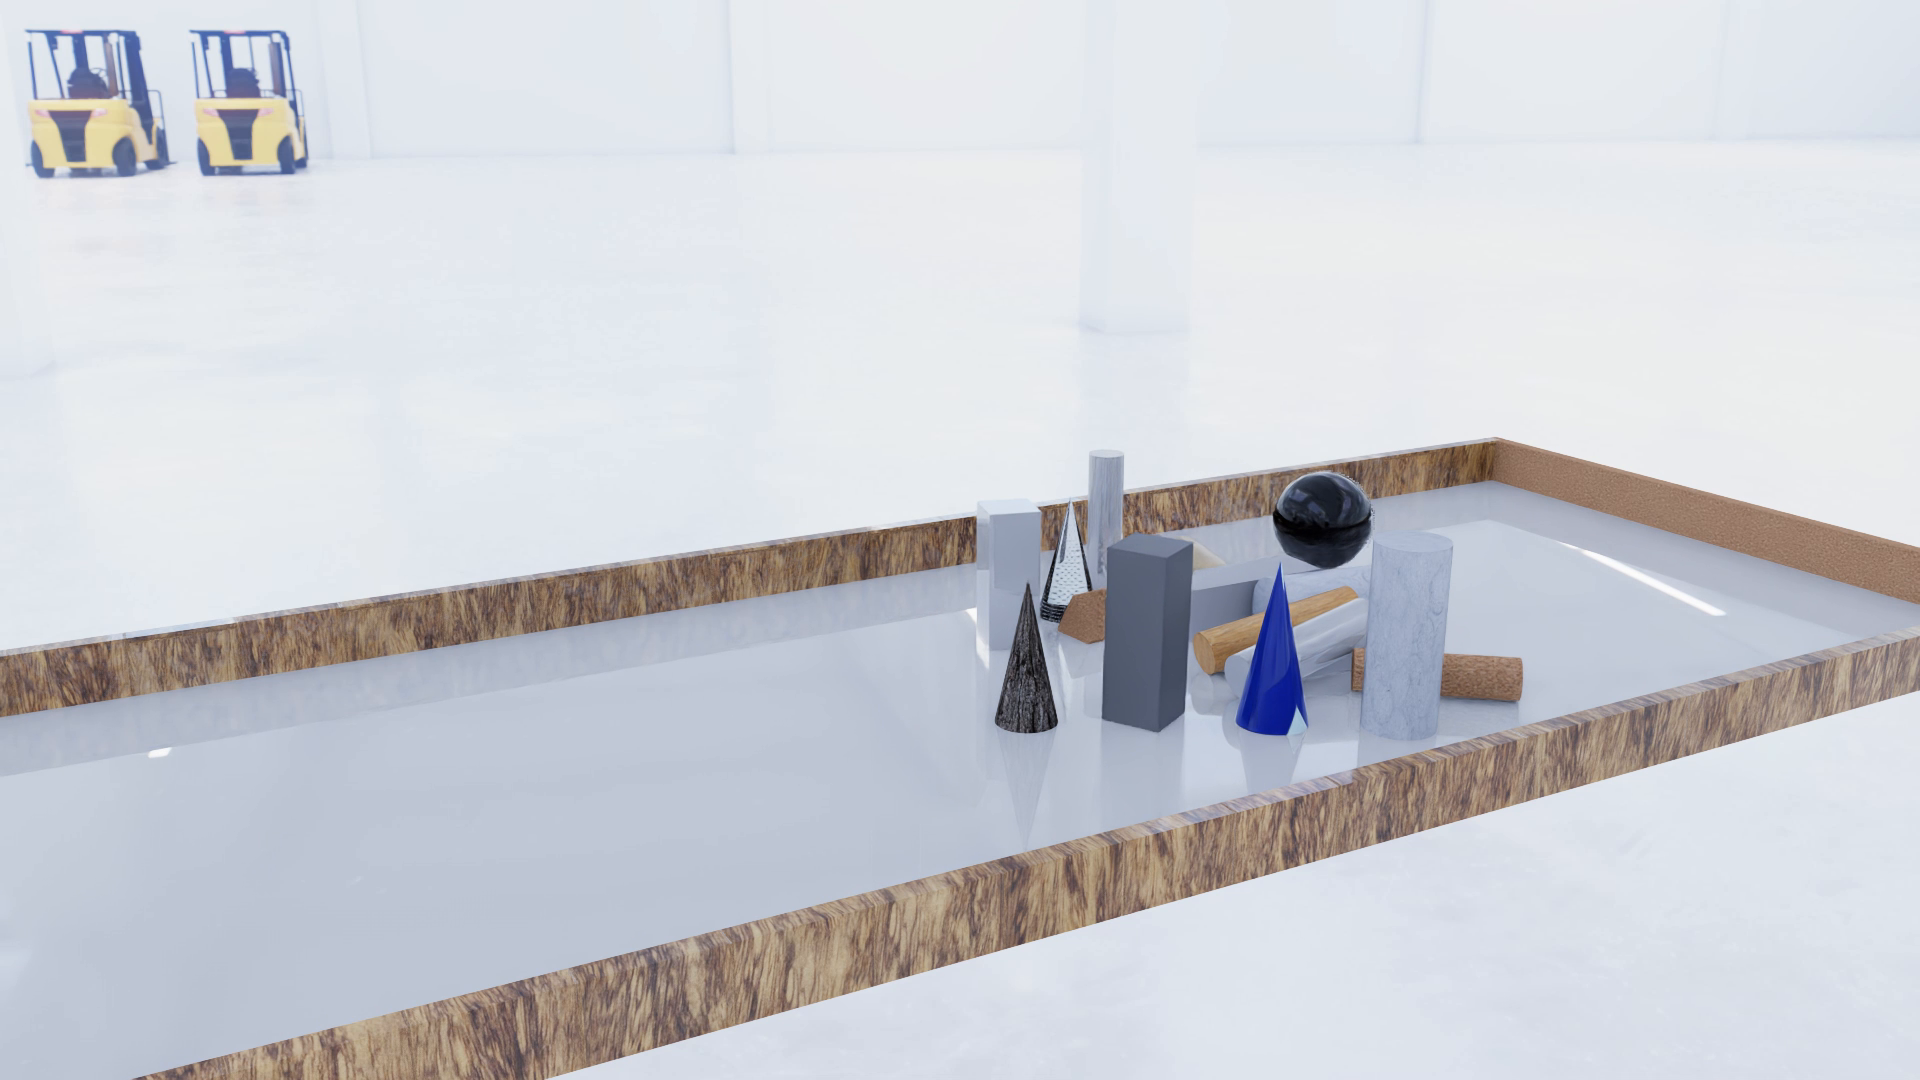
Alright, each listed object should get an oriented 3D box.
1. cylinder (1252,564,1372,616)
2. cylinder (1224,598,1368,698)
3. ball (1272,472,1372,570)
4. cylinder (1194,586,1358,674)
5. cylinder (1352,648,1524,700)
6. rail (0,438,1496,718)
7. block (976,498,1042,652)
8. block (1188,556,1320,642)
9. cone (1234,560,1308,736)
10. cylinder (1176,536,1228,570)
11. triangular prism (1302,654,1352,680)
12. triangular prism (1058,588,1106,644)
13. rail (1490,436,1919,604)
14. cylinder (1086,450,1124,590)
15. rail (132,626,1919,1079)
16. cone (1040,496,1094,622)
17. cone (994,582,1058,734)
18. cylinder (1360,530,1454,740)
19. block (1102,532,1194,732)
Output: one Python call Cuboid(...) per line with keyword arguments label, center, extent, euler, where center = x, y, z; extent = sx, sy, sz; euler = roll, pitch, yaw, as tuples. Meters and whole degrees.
Cuboid(label="cylinder", center=(1.009, 0.170, 4.461), extent=(0.395, 0.180, 0.180), euler=(-6, 17, -19))
Cuboid(label="cylinder", center=(0.856, 0.271, 4.094), extent=(0.418, 0.122, 0.122), euler=(-21, 24, -27))
Cuboid(label="ball", center=(1.105, -0.059, 5.028), extent=(0.297, 0.297, 0.297), euler=(0, 16, 0))
Cuboid(label="cylinder", center=(0.820, 0.230, 4.246), extent=(0.438, 0.111, 0.111), euler=(-16, 21, -17))
Cuboid(label="cylinder", center=(1.167, 0.329, 4.048), extent=(0.396, 0.105, 0.105), euler=(3, 17, 10))
Cuboid(label="rail", center=(-3.305, 0.497, 3.399), extent=(12.000, 0.150, 0.050), euler=(-9, 18, -27))
Cuboid(label="block", center=(0.128, 0.091, 4.383), extent=(0.139, 0.374, 0.139), euler=(-4, 17, -13))
Cuboid(label="block", center=(0.777, 0.159, 4.553), extent=(0.424, 0.147, 0.147), euler=(-8, 18, -26))
Cuboid(label="cone", center=(0.736, 0.237, 3.840), extent=(0.173, 0.400, 0.173), euler=(0, 16, 0))
Cuboid(label="cylinder", center=(0.718, 0.089, 4.852), extent=(0.113, 0.113, 0.355), euler=(-4, 17, -13))
Cuboid(label="triangular prism", center=(0.966, 0.269, 4.244), extent=(0.442, 0.104, 0.121), euler=(-8, 18, -25))
Cuboid(label="triangular prism", center=(0.435, 0.179, 4.527), extent=(0.316, 0.117, 0.135), euler=(-11, 19, -33))
Cuboid(label="rail", center=(2.466, -0.048, 5.253), extent=(0.050, 0.150, 2.100), euler=(-9, 18, -27))
Cuboid(label="cylinder", center=(0.425, -0.058, 4.836), extent=(0.104, 0.403, 0.104), euler=(0, 16, 0))
Cuboid(label="rail", center=(-2.336, 1.006, 1.665), extent=(12.000, 0.150, 0.050), euler=(-9, 18, -27))
Cuboid(label="cone", center=(0.305, 0.042, 4.602), extent=(0.174, 0.344, 0.174), euler=(0, 16, 0))
Cuboid(label="cone", center=(0.157, 0.258, 3.850), extent=(0.150, 0.354, 0.150), euler=(0, 16, 0))
Cuboid(label="cylinder", center=(1.029, 0.219, 3.808), extent=(0.176, 0.453, 0.176), euler=(0, 16, 0))
Cuboid(label="block", center=(0.439, 0.214, 3.868), extent=(0.148, 0.425, 0.148), euler=(11, 19, 30))
